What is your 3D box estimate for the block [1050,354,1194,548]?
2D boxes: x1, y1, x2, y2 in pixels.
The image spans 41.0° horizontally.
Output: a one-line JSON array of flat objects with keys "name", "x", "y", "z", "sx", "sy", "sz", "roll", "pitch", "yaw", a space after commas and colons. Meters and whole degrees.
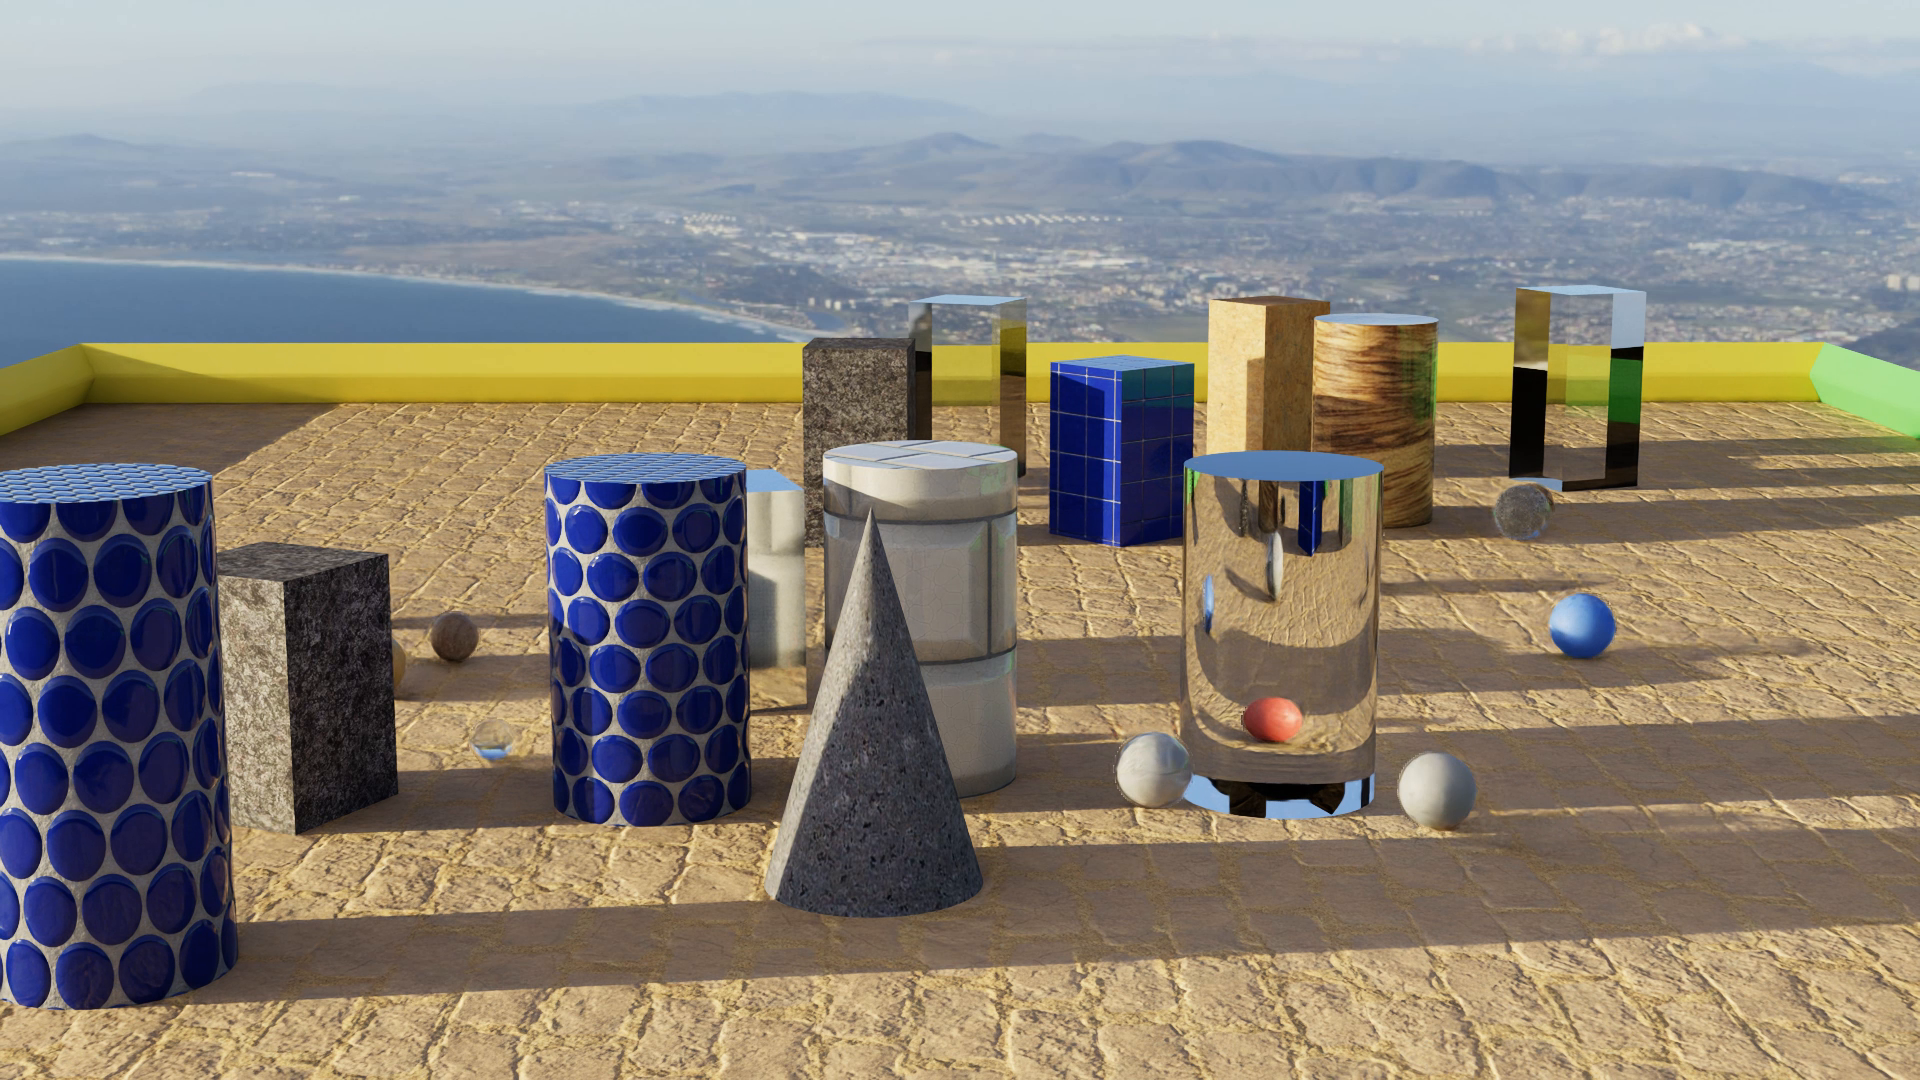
[{"name": "block", "x": 0.252, "y": -0.142, "z": 4.011, "sx": 0.158, "sy": 0.271, "sz": 0.158, "roll": -9, "pitch": 14, "yaw": -40}]

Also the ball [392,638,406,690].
[{"name": "ball", "x": -0.686, "y": 0.145, "z": 2.983, "sx": 0.081, "sy": 0.081, "sz": 0.081, "roll": 0, "pitch": 10, "yaw": 0}]

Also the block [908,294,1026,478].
[{"name": "block", "x": 0.014, "y": -0.266, "z": 4.548, "sx": 0.158, "sy": 0.319, "sz": 0.158, "roll": 5, "pitch": 11, "yaw": 24}]

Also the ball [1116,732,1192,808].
[{"name": "ball", "x": 0.193, "y": 0.228, "z": 2.548, "sx": 0.075, "sy": 0.075, "sz": 0.075, "roll": 0, "pitch": 10, "yaw": 0}]

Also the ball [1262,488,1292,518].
[{"name": "ball", "x": 0.516, "y": -0.061, "z": 4.185, "sx": 0.048, "sy": 0.048, "sz": 0.048, "roll": 0, "pitch": 10, "yaw": 0}]

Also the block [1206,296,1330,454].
[{"name": "block", "x": 0.576, "y": -0.300, "z": 4.797, "sx": 0.158, "sy": 0.295, "sz": 0.158, "roll": -7, "pitch": 13, "yaw": -34}]

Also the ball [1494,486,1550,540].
[{"name": "ball", "x": 0.871, "y": -0.042, "z": 3.975, "sx": 0.086, "sy": 0.086, "sz": 0.086, "roll": 0, "pitch": 10, "yaw": 0}]

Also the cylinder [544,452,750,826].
[{"name": "cylinder", "x": -0.309, "y": 0.094, "z": 2.551, "sx": 0.198, "sy": 0.337, "sz": 0.198, "roll": 0, "pitch": 10, "yaw": 0}]

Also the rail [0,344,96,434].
[{"name": "rail", "x": -1.879, "y": 0.035, "z": 3.438, "sx": 0.045, "sy": 0.129, "sz": 4.385, "roll": 0, "pitch": 10, "yaw": 0}]

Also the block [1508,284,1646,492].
[{"name": "block", "x": 1.083, "y": -0.269, "z": 4.506, "sx": 0.158, "sy": 0.340, "sz": 0.158, "roll": -4, "pitch": 11, "yaw": -22}]

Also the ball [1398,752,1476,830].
[{"name": "ball", "x": 0.461, "y": 0.242, "z": 2.477, "sx": 0.074, "sy": 0.074, "sz": 0.074, "roll": 0, "pitch": 10, "yaw": 0}]

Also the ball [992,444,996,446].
[{"name": "ball", "x": 0.052, "y": -0.122, "z": 4.410, "sx": 0.085, "sy": 0.085, "sz": 0.085, "roll": 0, "pitch": 10, "yaw": 0}]

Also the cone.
[{"name": "cone", "x": -0.078, "y": 0.139, "z": 2.286, "sx": 0.198, "sy": 0.345, "sz": 0.198, "roll": 0, "pitch": 10, "yaw": 0}]

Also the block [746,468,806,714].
[{"name": "block", "x": -0.274, "y": 0.059, "z": 2.968, "sx": 0.158, "sy": 0.255, "sz": 0.158, "roll": -3, "pitch": 11, "yaw": -16}]

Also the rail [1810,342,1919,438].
[{"name": "rail", "x": 1.879, "y": 0.031, "z": 3.459, "sx": 0.045, "sy": 0.129, "sz": 4.385, "roll": 0, "pitch": 10, "yaw": 0}]

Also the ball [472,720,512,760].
[{"name": "ball", "x": -0.496, "y": 0.212, "z": 2.721, "sx": 0.043, "sy": 0.043, "sz": 0.043, "roll": 0, "pitch": 10, "yaw": 0}]

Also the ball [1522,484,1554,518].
[{"name": "ball", "x": 0.906, "y": -0.054, "z": 4.077, "sx": 0.072, "sy": 0.072, "sz": 0.072, "roll": 0, "pitch": 10, "yaw": 0}]

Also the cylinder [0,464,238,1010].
[{"name": "cylinder", "x": -0.693, "y": 0.152, "z": 2.064, "sx": 0.198, "sy": 0.401, "sz": 0.198, "roll": 0, "pitch": 10, "yaw": 0}]

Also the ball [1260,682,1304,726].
[{"name": "ball", "x": 0.359, "y": 0.183, "z": 2.861, "sx": 0.050, "sy": 0.050, "sz": 0.050, "roll": 0, "pitch": 10, "yaw": 0}]

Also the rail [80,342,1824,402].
[{"name": "rail", "x": -0.012, "y": -0.362, "z": 5.581, "sx": 3.806, "sy": 0.129, "sz": 0.045, "roll": 0, "pitch": 10, "yaw": 0}]

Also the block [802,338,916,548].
[{"name": "block", "x": -0.154, "y": -0.152, "z": 3.967, "sx": 0.158, "sy": 0.306, "sz": 0.158, "roll": 1, "pitch": 11, "yaw": 4}]

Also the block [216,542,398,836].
[{"name": "block", "x": -0.674, "y": 0.142, "z": 2.538, "sx": 0.158, "sy": 0.248, "sz": 0.158, "roll": 5, "pitch": 12, "yaw": 25}]

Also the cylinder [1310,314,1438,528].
[{"name": "cylinder", "x": 0.668, "y": -0.195, "z": 4.148, "sx": 0.198, "sy": 0.325, "sz": 0.198, "roll": 0, "pitch": 10, "yaw": 0}]

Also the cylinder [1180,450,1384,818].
[{"name": "cylinder", "x": 0.321, "y": 0.090, "z": 2.577, "sx": 0.198, "sy": 0.335, "sz": 0.198, "roll": 0, "pitch": 10, "yaw": 0}]

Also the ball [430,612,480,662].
[{"name": "ball", "x": -0.625, "y": 0.120, "z": 3.173, "sx": 0.060, "sy": 0.060, "sz": 0.060, "roll": 0, "pitch": 10, "yaw": 0}]

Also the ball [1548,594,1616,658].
[{"name": "ball", "x": 0.773, "y": 0.107, "z": 3.190, "sx": 0.080, "sy": 0.080, "sz": 0.080, "roll": 0, "pitch": 10, "yaw": 0}]

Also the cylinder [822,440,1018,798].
[{"name": "cylinder", "x": -0.040, "y": 0.078, "z": 2.638, "sx": 0.198, "sy": 0.337, "sz": 0.198, "roll": 0, "pitch": 10, "yaw": 0}]

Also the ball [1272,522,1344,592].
[{"name": "ball", "x": 0.486, "y": 0.025, "z": 3.583, "sx": 0.099, "sy": 0.099, "sz": 0.099, "roll": 0, "pitch": 10, "yaw": 0}]
